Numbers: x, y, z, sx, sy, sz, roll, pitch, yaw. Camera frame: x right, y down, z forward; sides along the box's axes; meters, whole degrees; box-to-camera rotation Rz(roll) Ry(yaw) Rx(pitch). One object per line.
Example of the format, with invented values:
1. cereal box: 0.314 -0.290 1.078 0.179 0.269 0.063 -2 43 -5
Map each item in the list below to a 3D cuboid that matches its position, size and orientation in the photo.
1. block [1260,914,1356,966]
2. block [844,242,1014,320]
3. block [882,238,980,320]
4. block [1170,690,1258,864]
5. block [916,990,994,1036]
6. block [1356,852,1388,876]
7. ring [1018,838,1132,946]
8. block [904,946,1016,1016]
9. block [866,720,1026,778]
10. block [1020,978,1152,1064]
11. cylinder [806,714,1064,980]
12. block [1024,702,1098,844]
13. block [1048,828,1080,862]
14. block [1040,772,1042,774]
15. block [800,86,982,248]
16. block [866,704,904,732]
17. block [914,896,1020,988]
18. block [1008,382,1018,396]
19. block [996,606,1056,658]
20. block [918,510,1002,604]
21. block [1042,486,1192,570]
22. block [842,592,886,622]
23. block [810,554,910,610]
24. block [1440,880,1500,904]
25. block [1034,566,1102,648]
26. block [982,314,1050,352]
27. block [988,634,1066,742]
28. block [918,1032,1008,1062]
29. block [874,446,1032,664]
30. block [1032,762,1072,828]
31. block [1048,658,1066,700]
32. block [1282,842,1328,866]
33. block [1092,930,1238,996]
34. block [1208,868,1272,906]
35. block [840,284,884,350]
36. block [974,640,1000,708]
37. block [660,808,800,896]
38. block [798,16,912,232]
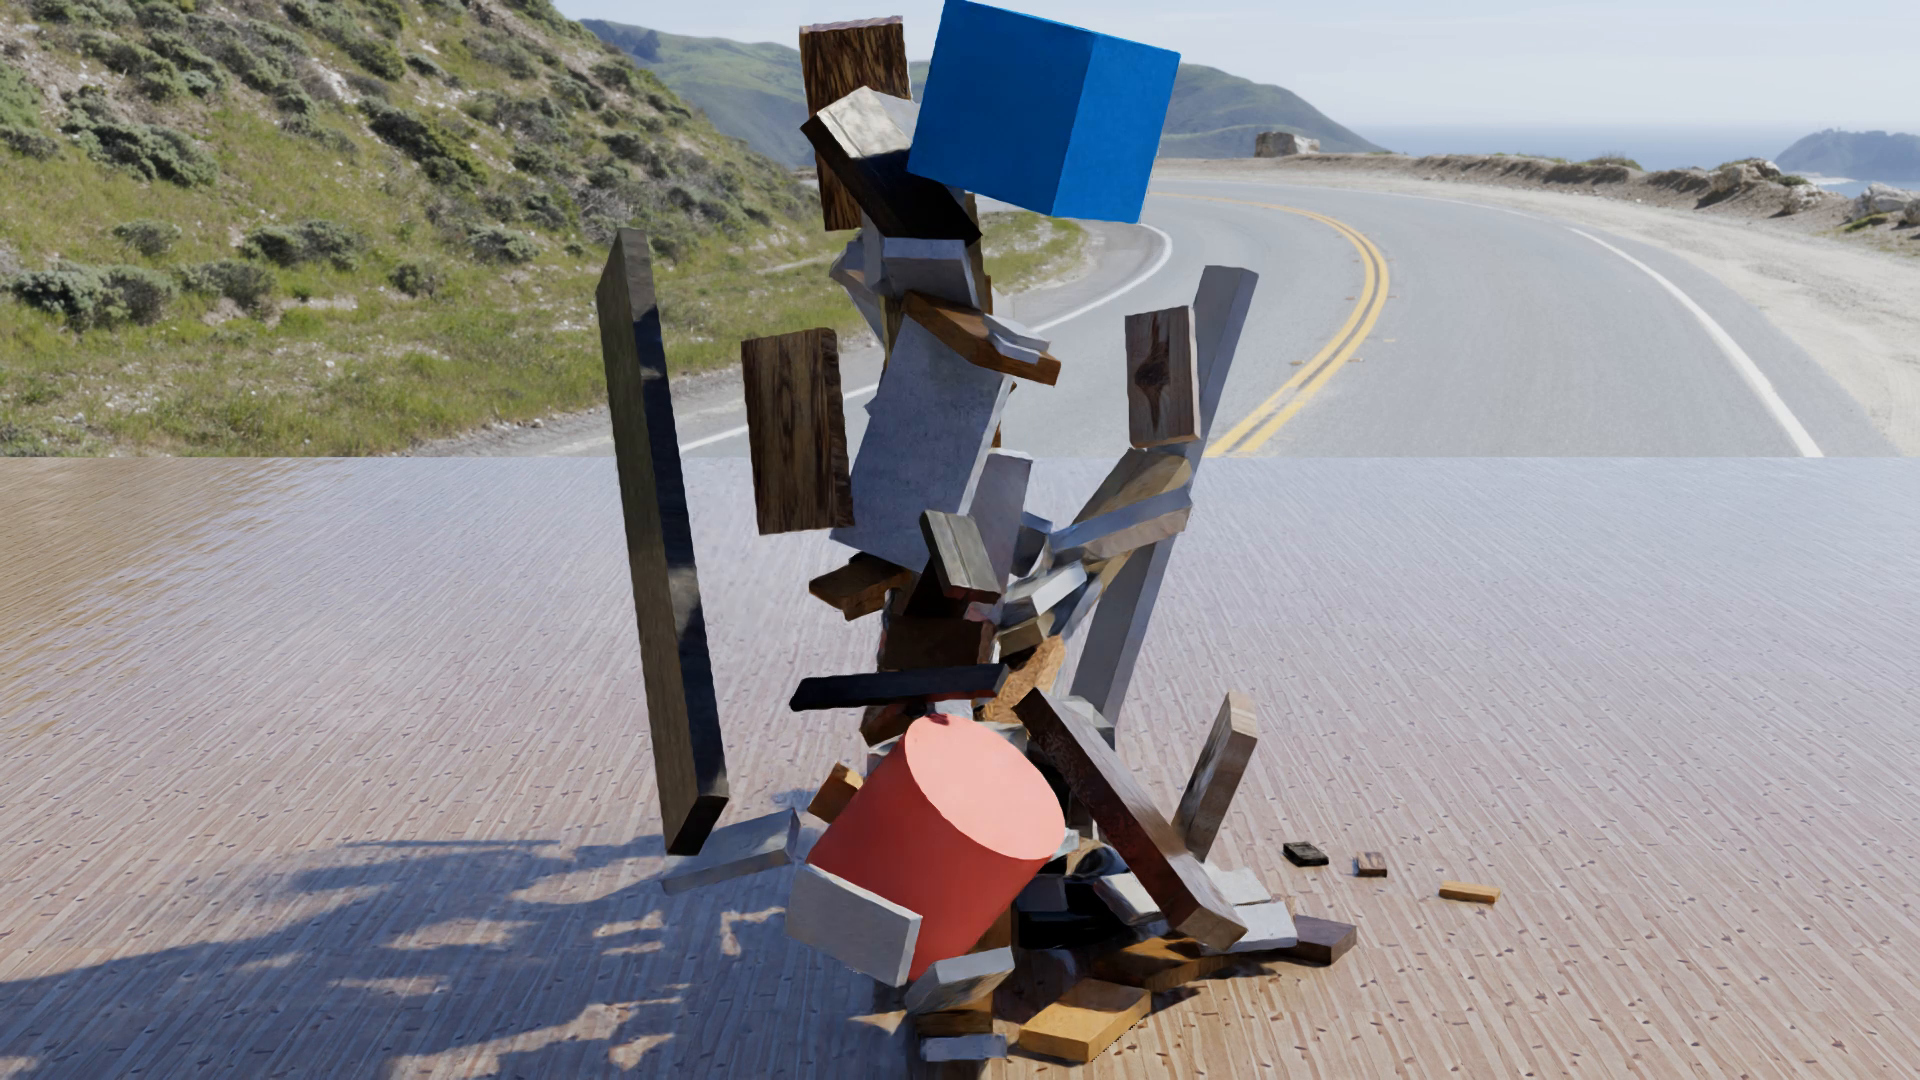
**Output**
1. block: 0.502 0.616 3.448 0.212 0.030 0.106 6 12 30
2. block: -0.049 -0.437 3.818 0.175 0.050 0.351 5 -9 22
3. block: -0.039 -0.383 3.346 0.118 0.033 0.236 3 -23 9
4. block: 0.413 0.422 3.660 0.044 0.314 0.157 19 21 -3
5. block: -0.006 0.659 3.071 0.103 0.029 0.205 -3 -3 1
6. block: 0.710 0.559 3.798 0.046 0.013 0.092 1 11 6
7. ring: 0.127 0.559 3.531 0.336 0.112 0.336 1 11 0
8. block: -0.003 0.582 2.895 0.103 0.029 0.205 -8 -21 -17
9. block: -0.016 0.321 3.321 0.151 0.043 0.302 3 6 18
10. block: 0.179 0.678 3.112 0.106 0.030 0.211 5 12 28
11. cylinder: -0.036 0.423 3.033 0.260 0.260 0.260 29 28 -17
12. block: 0.149 0.419 3.731 0.157 0.314 0.044 3 27 13
13. block: 0.091 0.492 3.506 0.105 0.030 0.210 8 12 33
14. block: 0.083 0.483 3.681 0.105 0.210 0.030 0 31 1
15. block: -0.104 -0.552 3.402 0.042 0.297 0.149 -35 6 40
16. block: -0.092 0.234 3.202 0.108 0.015 0.054 -44 6 0
17. block: 0.007 0.506 3.267 0.151 0.302 0.043 0 5 15
18. block: -0.010 -0.206 4.028 0.251 0.036 0.126 -47 14 -10
19. block: 0.092 0.160 3.829 0.127 0.036 0.254 -20 4 9
20. block: -0.001 0.023 3.063 0.079 0.022 0.157 10 38 -26
21. block: 0.288 -0.013 4.051 0.274 0.039 0.137 -20 -19 -9
22. block: -0.099 0.087 3.785 0.117 0.033 0.234 -23 -3 26
23. block: -0.150 0.061 3.309 0.141 0.020 0.071 -23 38 -39
24. block: 0.848 0.585 3.658 0.092 0.013 0.046 5 11 23
25. block: 0.148 0.154 4.047 0.127 0.036 0.254 8 47 34
26. block: 0.073 -0.272 2.892 0.050 0.014 0.099 10 17 -31
27. block: 0.080 0.256 3.643 0.127 0.036 0.373 -15 15 17
28. block: 0.002 0.674 2.926 0.103 0.029 0.205 -2 -12 -5
29. block: -0.012 0.028 3.422 0.180 0.359 0.051 9 13 -7
30. block: 0.128 0.470 3.710 0.105 0.210 0.030 12 33 9
31. block: 0.099 0.271 4.011 0.157 0.044 0.314 2 11 9
32. block: 0.605 0.550 3.850 0.046 0.013 0.092 -3 11 -14
33. block: 0.312 0.638 3.331 0.212 0.030 0.106 -10 14 -42
34. block: 0.404 0.555 3.444 0.149 0.021 0.075 -4 34 -23
35. block: -0.106 -0.428 4.147 0.139 0.277 0.039 -31 -10 -7
36. block: 0.018 0.220 3.553 0.084 0.024 0.168 -23 24 15
37. block: -0.317 0.431 3.039 0.186 0.026 0.093 -16 26 13
38. block: -0.159 -0.683 3.620 0.168 0.336 0.048 -5 28 3
